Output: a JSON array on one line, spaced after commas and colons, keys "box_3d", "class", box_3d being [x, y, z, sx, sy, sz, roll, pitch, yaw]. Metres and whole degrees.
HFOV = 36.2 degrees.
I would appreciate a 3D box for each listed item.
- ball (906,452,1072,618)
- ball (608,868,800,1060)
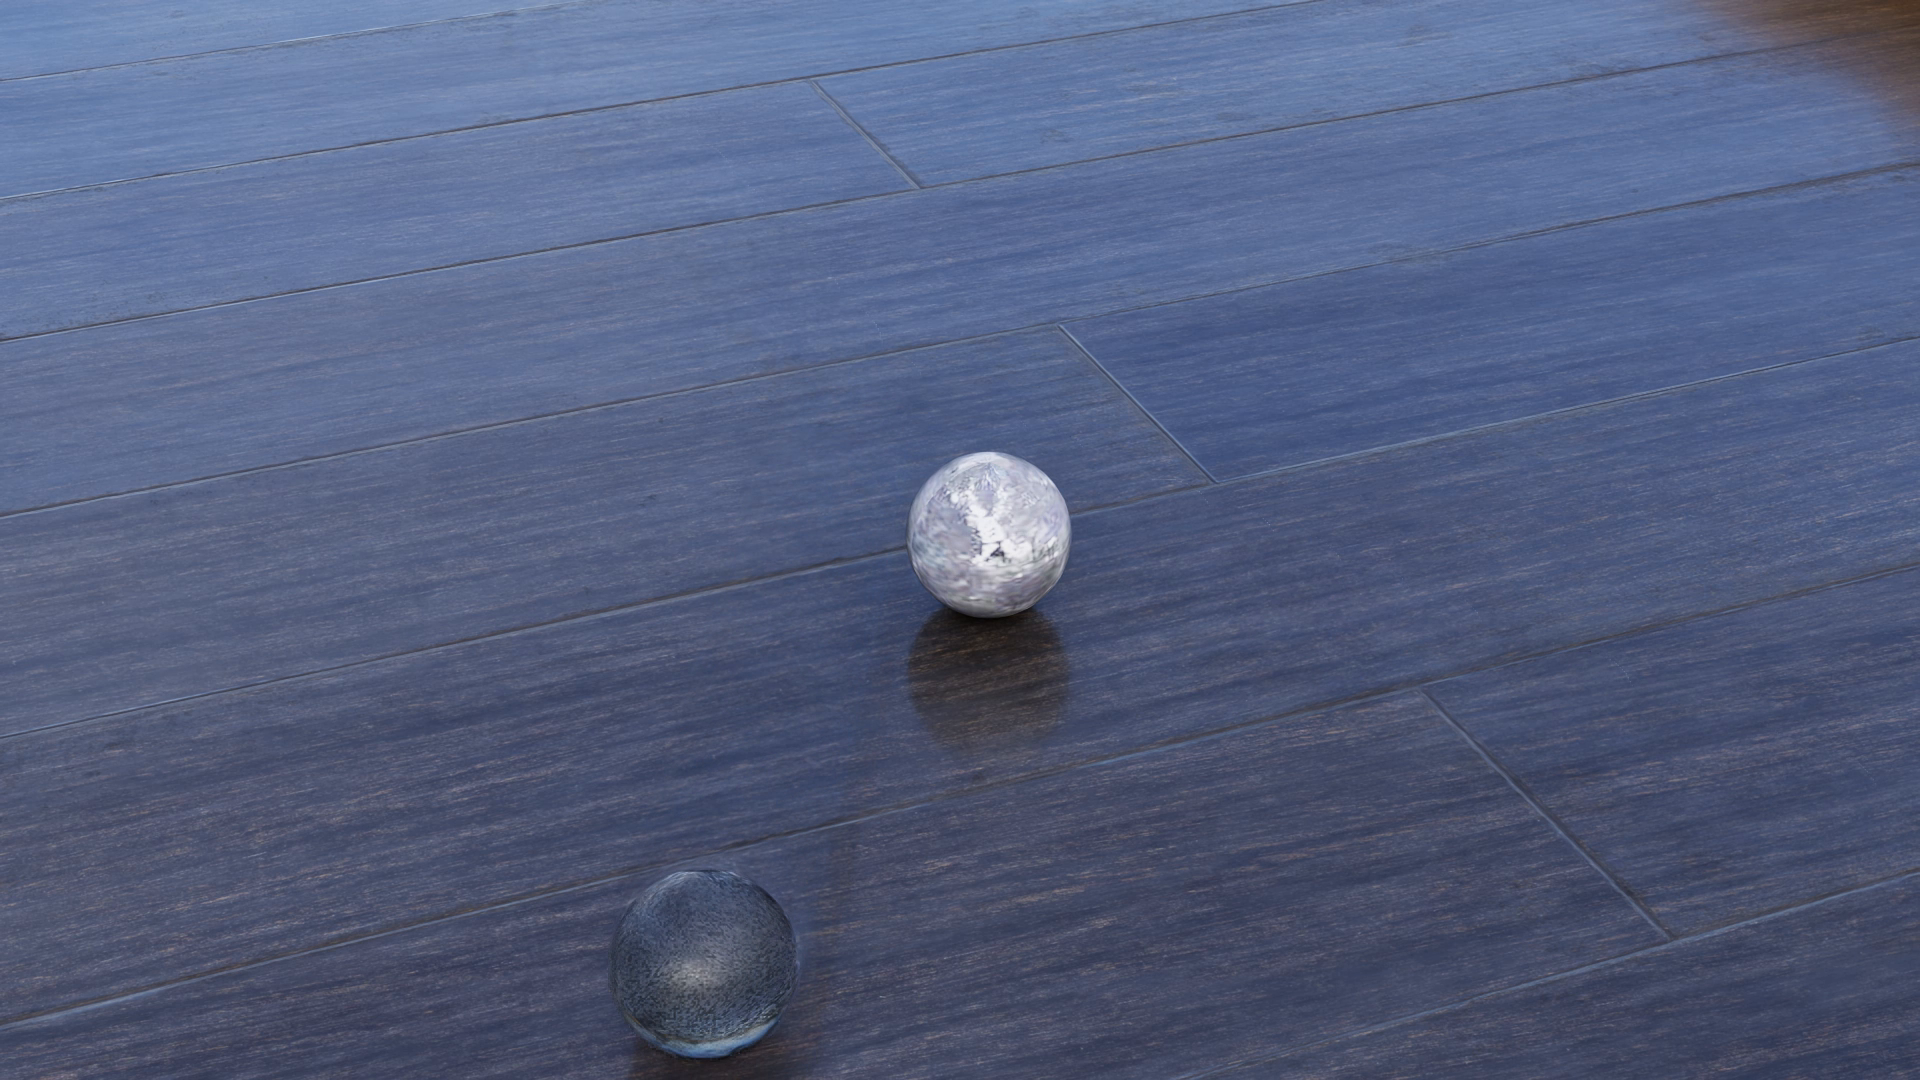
[{"box_3d": [0.017, -0.003, 1.702, 0.097, 0.097, 0.097, 0, 30, 0], "class": "ball"}, {"box_3d": [-0.119, 0.197, 1.368, 0.088, 0.088, 0.088, 0, 30, 0], "class": "ball"}]
